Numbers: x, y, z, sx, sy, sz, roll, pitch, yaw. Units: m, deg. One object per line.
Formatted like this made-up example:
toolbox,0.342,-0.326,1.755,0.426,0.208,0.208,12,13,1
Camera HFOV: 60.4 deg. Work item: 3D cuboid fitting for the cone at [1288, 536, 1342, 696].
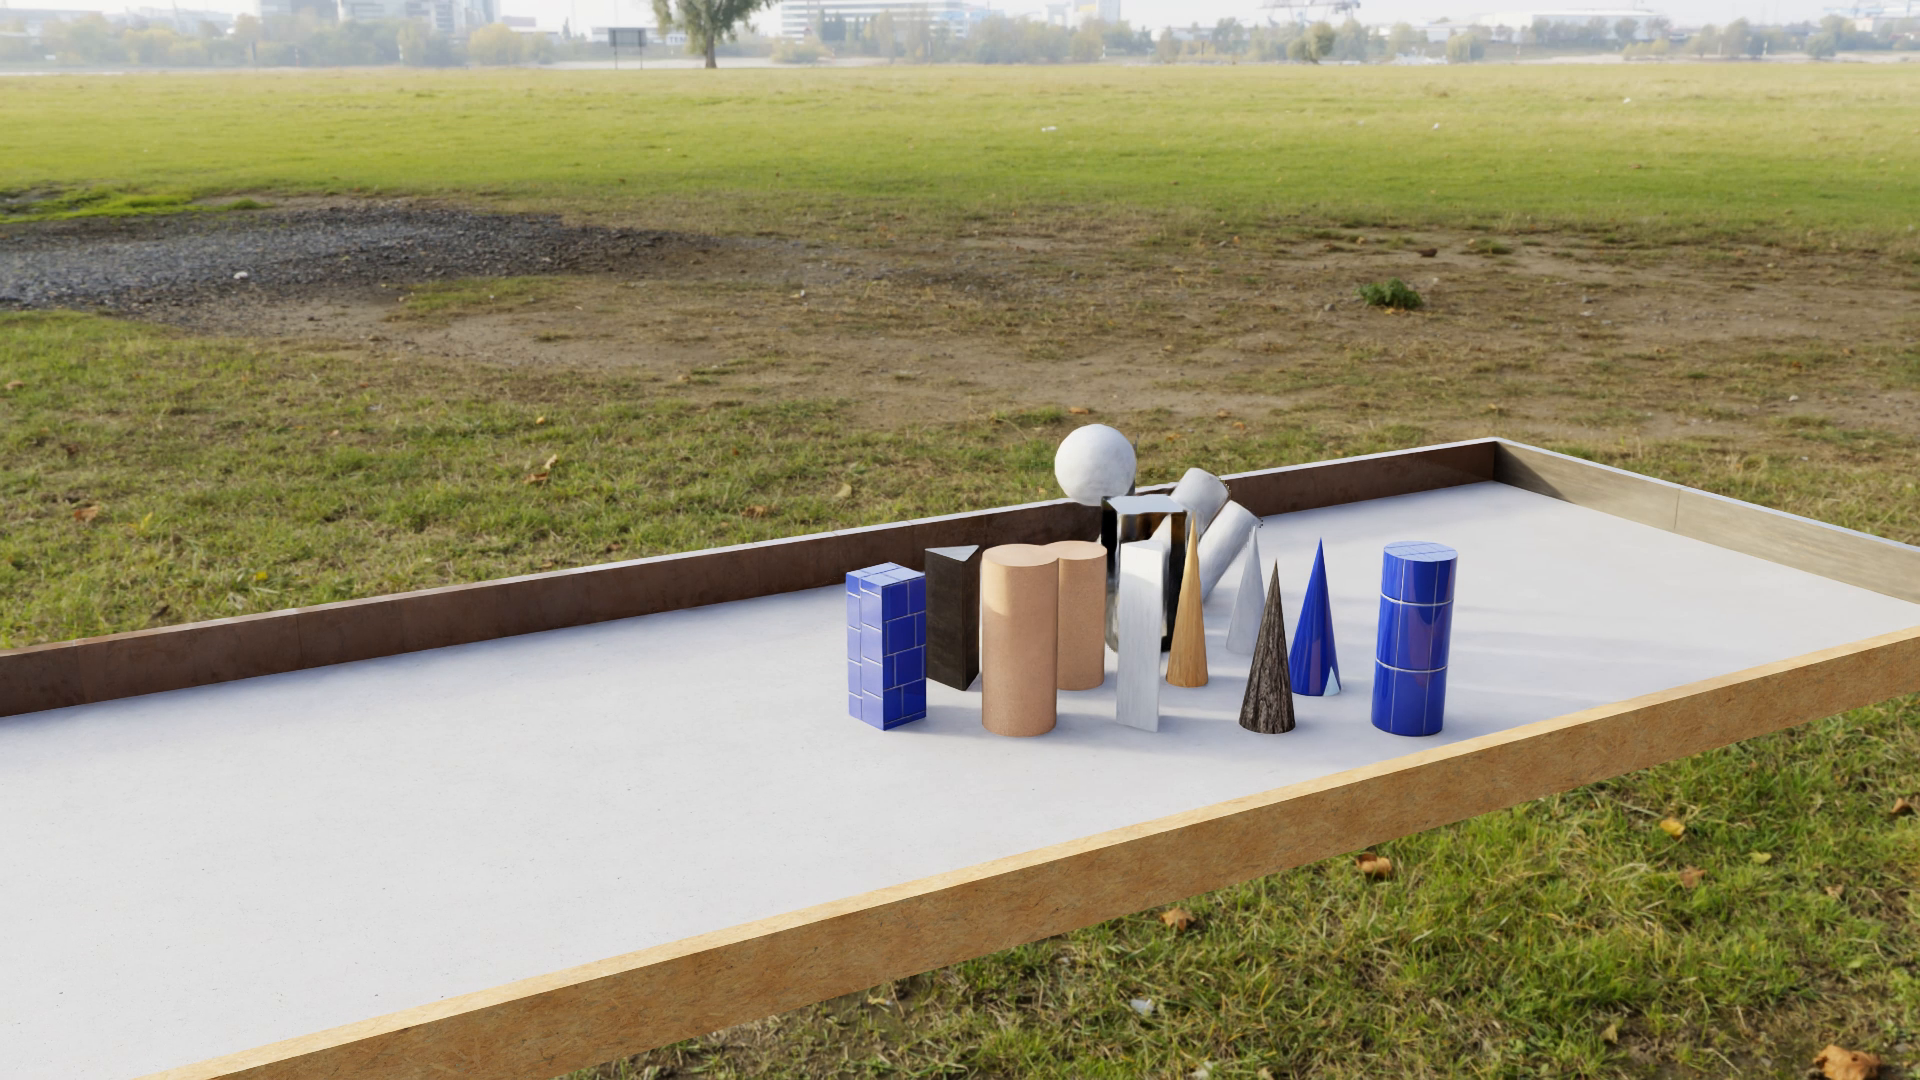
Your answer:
cone,0.877,0.177,4.062,0.145,0.390,0.145,0,16,0

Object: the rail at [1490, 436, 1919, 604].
rail,2.466,-0.048,5.253,0.050,0.150,2.100,-9,18,-27

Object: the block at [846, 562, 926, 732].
block,-0.172,0.249,3.879,0.132,0.355,0.132,-14,21,-39

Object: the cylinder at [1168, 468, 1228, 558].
cylinder,0.592,-0.004,4.670,0.137,0.137,0.411,20,67,49

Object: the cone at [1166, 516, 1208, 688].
cone,0.572,0.138,4.094,0.107,0.445,0.107,0,16,0

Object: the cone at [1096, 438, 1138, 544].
cone,0.478,-0.096,4.858,0.136,0.445,0.136,12,6,-1

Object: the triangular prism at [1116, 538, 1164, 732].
triangular prism,0.439,0.217,3.840,0.109,0.437,0.094,11,19,32

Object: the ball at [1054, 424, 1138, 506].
ball,0.392,-0.215,4.761,0.238,0.238,0.238,0,16,0

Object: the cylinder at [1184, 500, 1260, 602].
cylinder,0.703,0.051,4.624,0.110,0.323,0.110,37,-4,3

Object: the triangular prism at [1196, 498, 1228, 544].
triangular prism,0.610,-0.008,4.801,0.448,0.102,0.118,-39,56,-23

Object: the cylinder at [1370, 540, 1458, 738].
cylinder,1.052,0.228,3.825,0.165,0.424,0.165,0,16,0

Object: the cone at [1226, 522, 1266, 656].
cone,0.767,0.120,4.334,0.120,0.345,0.120,0,16,0

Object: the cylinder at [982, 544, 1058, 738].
cylinder,0.139,0.232,3.832,0.176,0.413,0.176,0,16,0

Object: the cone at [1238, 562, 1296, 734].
cone,0.723,0.234,3.830,0.132,0.411,0.132,0,16,0

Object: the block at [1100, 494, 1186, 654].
block,0.479,0.089,4.373,0.176,0.381,0.176,-3,16,-11

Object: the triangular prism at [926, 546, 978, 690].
triangular prism,0.004,0.187,4.122,0.120,0.337,0.138,-15,22,-42

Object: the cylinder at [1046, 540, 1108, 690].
cylinder,0.283,0.188,4.114,0.161,0.340,0.161,0,16,0

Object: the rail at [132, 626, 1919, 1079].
rail,-2.336,1.006,1.665,12.000,0.150,0.050,-9,18,-27

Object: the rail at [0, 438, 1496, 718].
rail,-3.305,0.497,3.399,12.000,0.150,0.050,-9,18,-27
